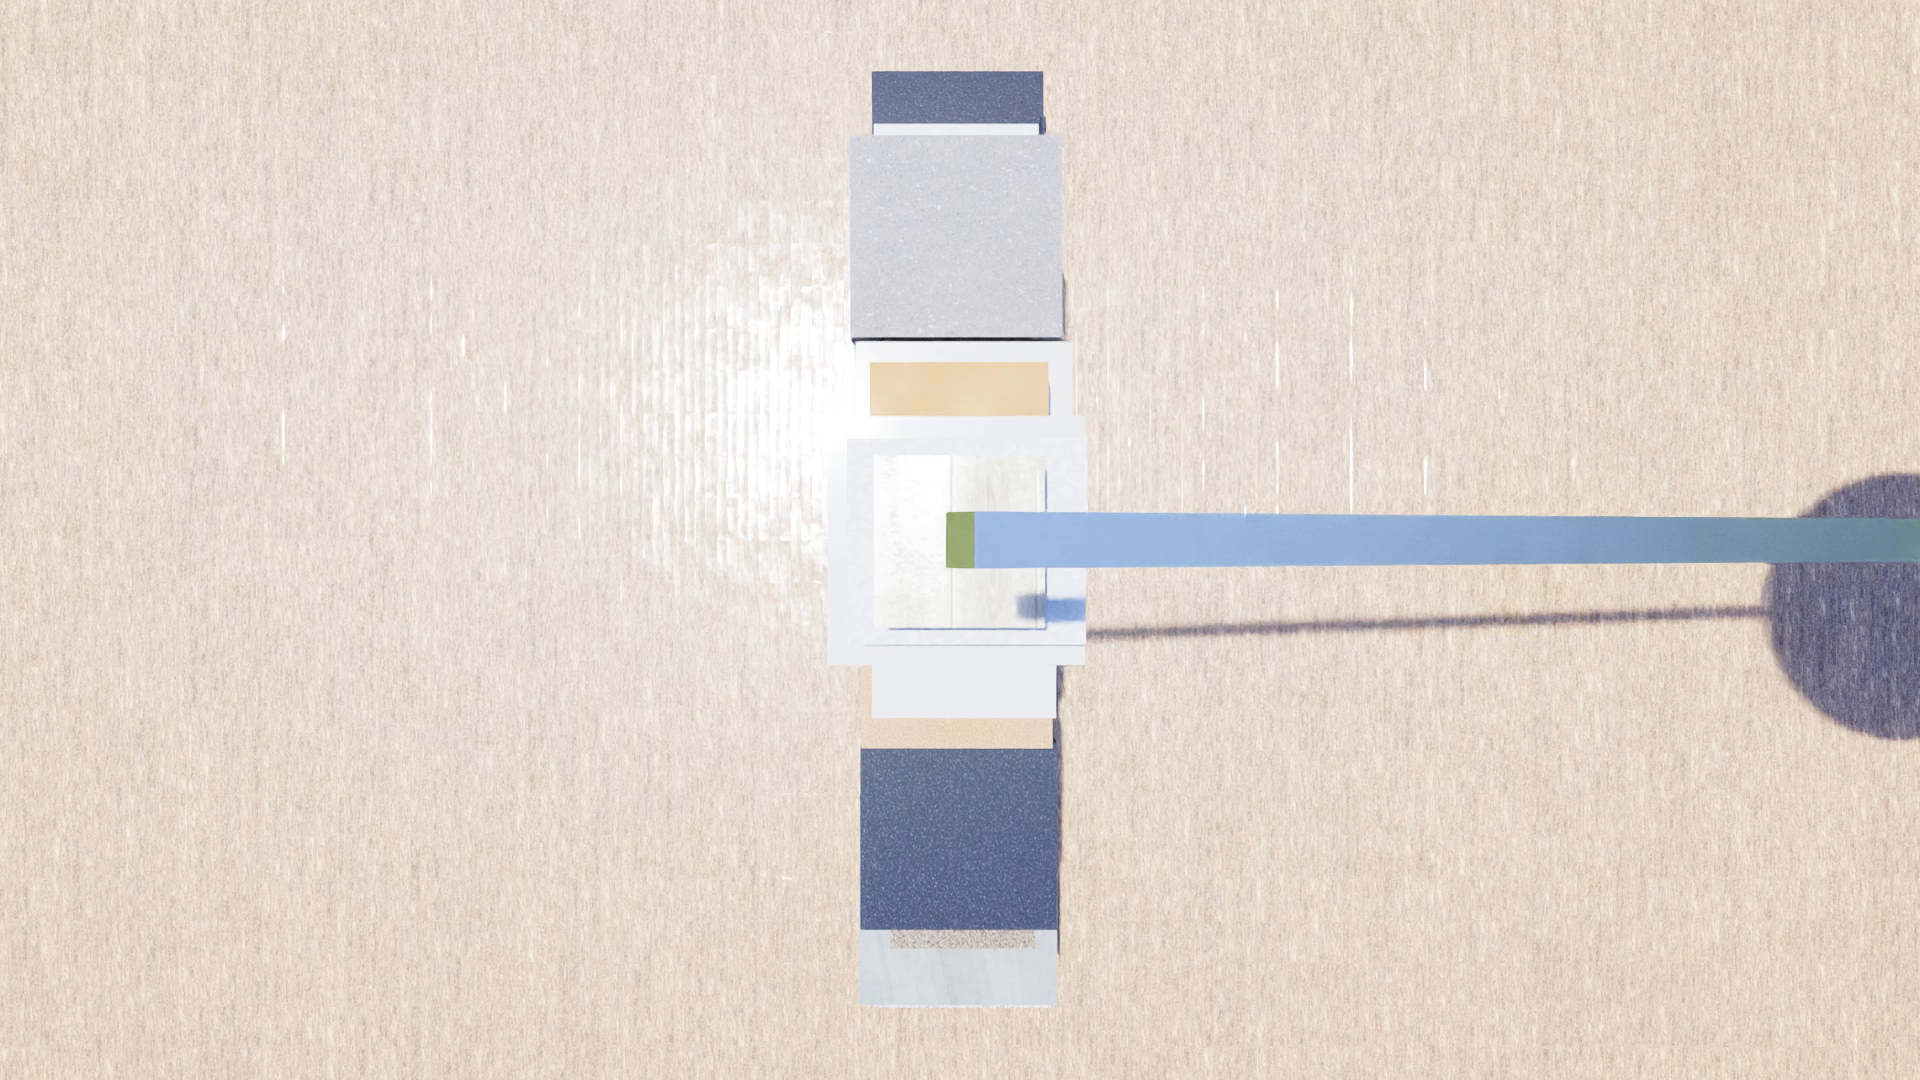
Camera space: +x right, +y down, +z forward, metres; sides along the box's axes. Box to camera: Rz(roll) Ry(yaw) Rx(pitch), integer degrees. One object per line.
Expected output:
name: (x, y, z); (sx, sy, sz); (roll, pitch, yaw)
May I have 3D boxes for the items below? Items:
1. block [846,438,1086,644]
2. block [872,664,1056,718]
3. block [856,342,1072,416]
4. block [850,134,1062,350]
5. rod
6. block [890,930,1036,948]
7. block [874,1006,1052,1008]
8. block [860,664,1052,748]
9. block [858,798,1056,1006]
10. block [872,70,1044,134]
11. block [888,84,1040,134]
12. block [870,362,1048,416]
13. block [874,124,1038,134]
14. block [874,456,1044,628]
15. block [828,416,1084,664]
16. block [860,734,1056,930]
block: (0.020, 0.003, 7.300); (0.763, 0.594, 0.657); (0, 90, 0)
block: (0.016, 0.299, 8.832); (0.708, 0.743, 0.769); (0, 90, 0)
block: (0.016, -0.390, 9.642); (0.907, 0.878, 0.875); (0, 90, 0)
block: (-0.018, -1.311, 9.983); (0.924, 0.782, 0.889); (0, 88, 0)
rod: (2.234, 0.000, 4.422); (5.200, 0.080, 0.080); (0, 90, -31)
block: (0.013, 1.600, 10.739); (0.685, 0.623, 0.675); (0, 90, 0)
block: (0.015, 2.116, 12.505); (0.972, 0.989, 0.877); (0, 90, 0)
block: (-0.014, 0.472, 9.719); (0.816, 0.723, 0.828); (0, 90, 0)
block: (-0.011, 1.821, 11.530); (0.996, 0.960, 1.034); (0, 90, 0)
block: (-0.012, -2.101, 12.489); (0.936, 1.022, 0.908); (0, 90, 0)
block: (0.019, -1.908, 11.618); (0.775, 0.720, 0.861); (0, 90, 0)
block: (-0.004, -0.392, 8.838); (0.689, 0.731, 0.591); (0, 90, 0)
block: (-0.018, -1.546, 10.796); (0.778, 0.820, 0.813); (0, 88, 0)
block: (-0.001, 0.005, 6.744); (0.502, 0.517, 0.507); (0, 90, 0)
block: (-0.013, 0.001, 8.028); (0.889, 0.863, 0.859); (0, 90, 0)
block: (-0.006, 1.307, 10.061); (0.866, 0.735, 0.827); (0, 90, 0)
